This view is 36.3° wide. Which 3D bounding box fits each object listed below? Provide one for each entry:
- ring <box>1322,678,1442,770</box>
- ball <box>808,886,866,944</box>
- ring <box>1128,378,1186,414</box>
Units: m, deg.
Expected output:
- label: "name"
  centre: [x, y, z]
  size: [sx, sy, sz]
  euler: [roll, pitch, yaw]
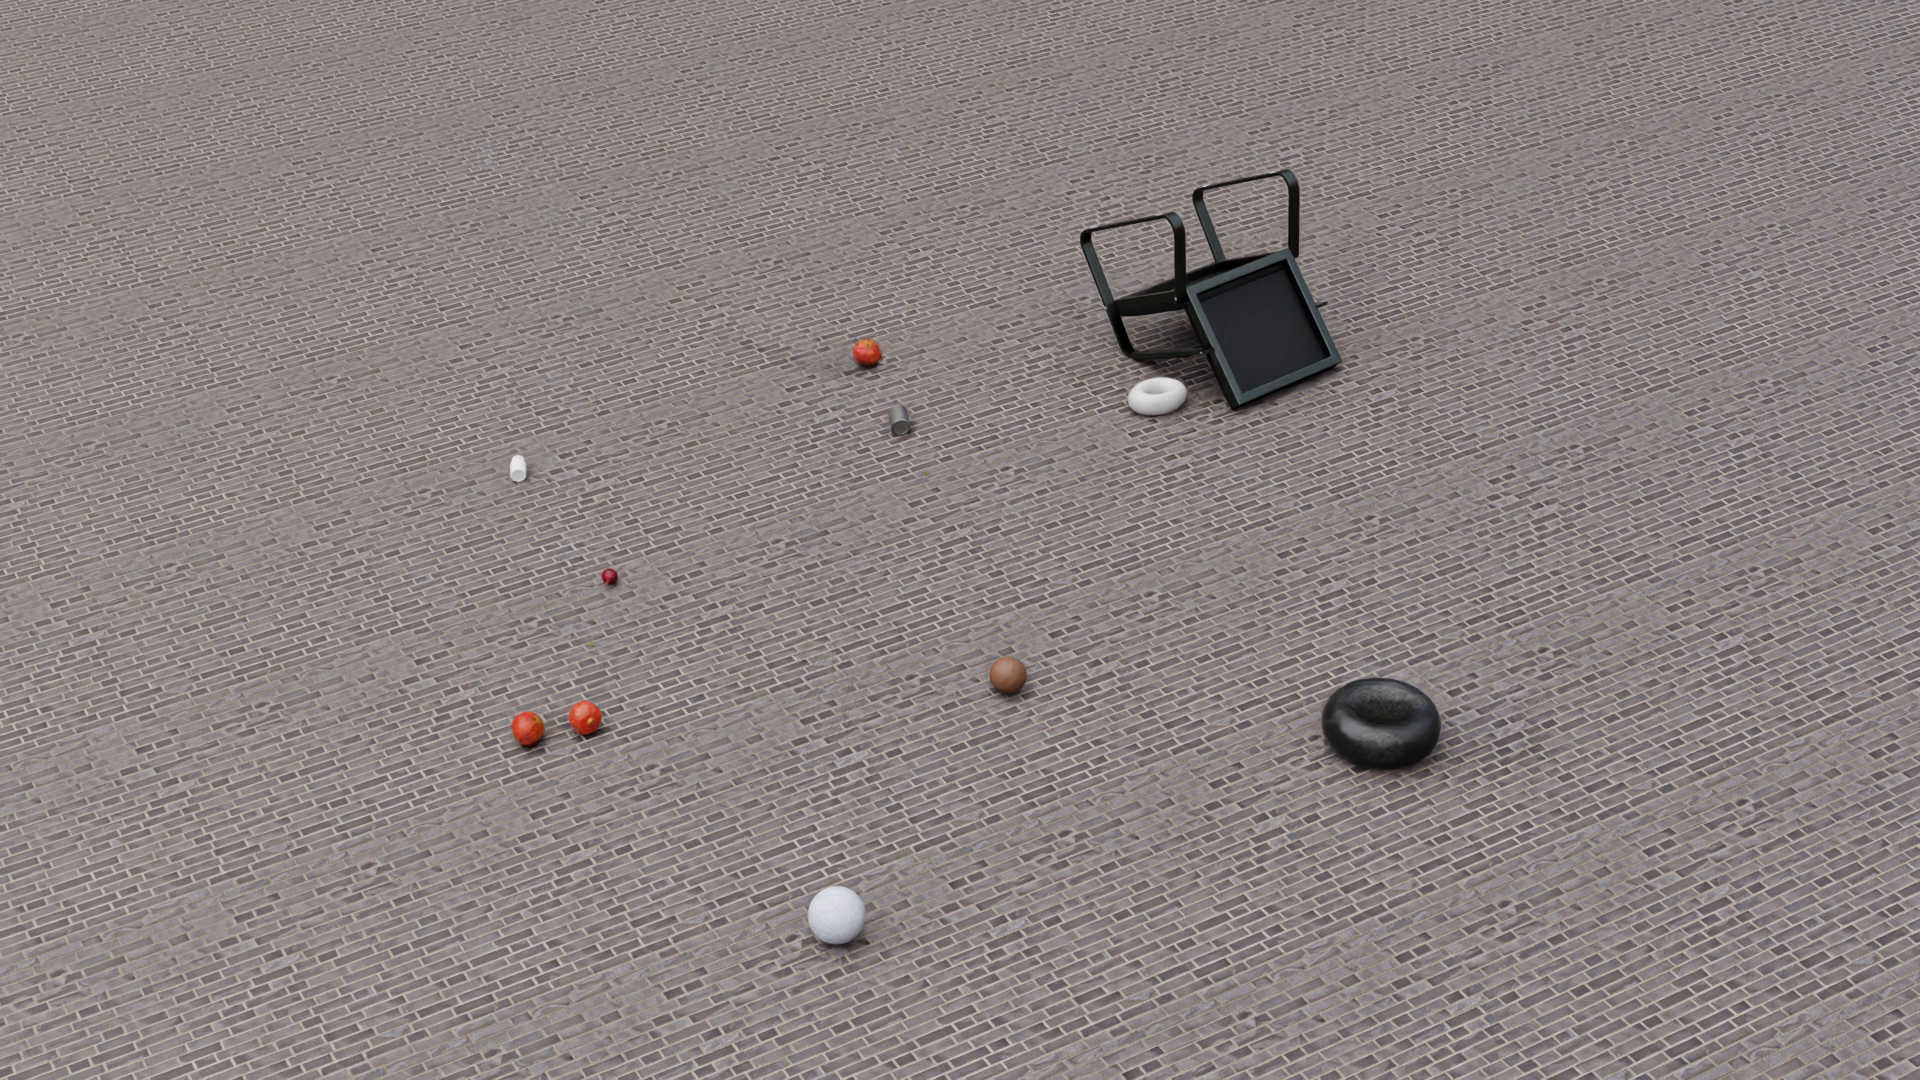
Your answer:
- label: "ring"
  centre: [1.416, 0.617, 9.860]
  size: [0.402, 0.165, 0.387]
  euler: [14, 37, 22]
- label: "ball"
  centre: [-0.379, 1.156, 9.028]
  size: [0.179, 0.179, 0.179]
  euler: [0, 33, 0]
- label: "ring"
  centre: [0.790, -0.574, 11.733]
  size: [0.255, 0.093, 0.175]
  euler: [-15, 38, -24]
